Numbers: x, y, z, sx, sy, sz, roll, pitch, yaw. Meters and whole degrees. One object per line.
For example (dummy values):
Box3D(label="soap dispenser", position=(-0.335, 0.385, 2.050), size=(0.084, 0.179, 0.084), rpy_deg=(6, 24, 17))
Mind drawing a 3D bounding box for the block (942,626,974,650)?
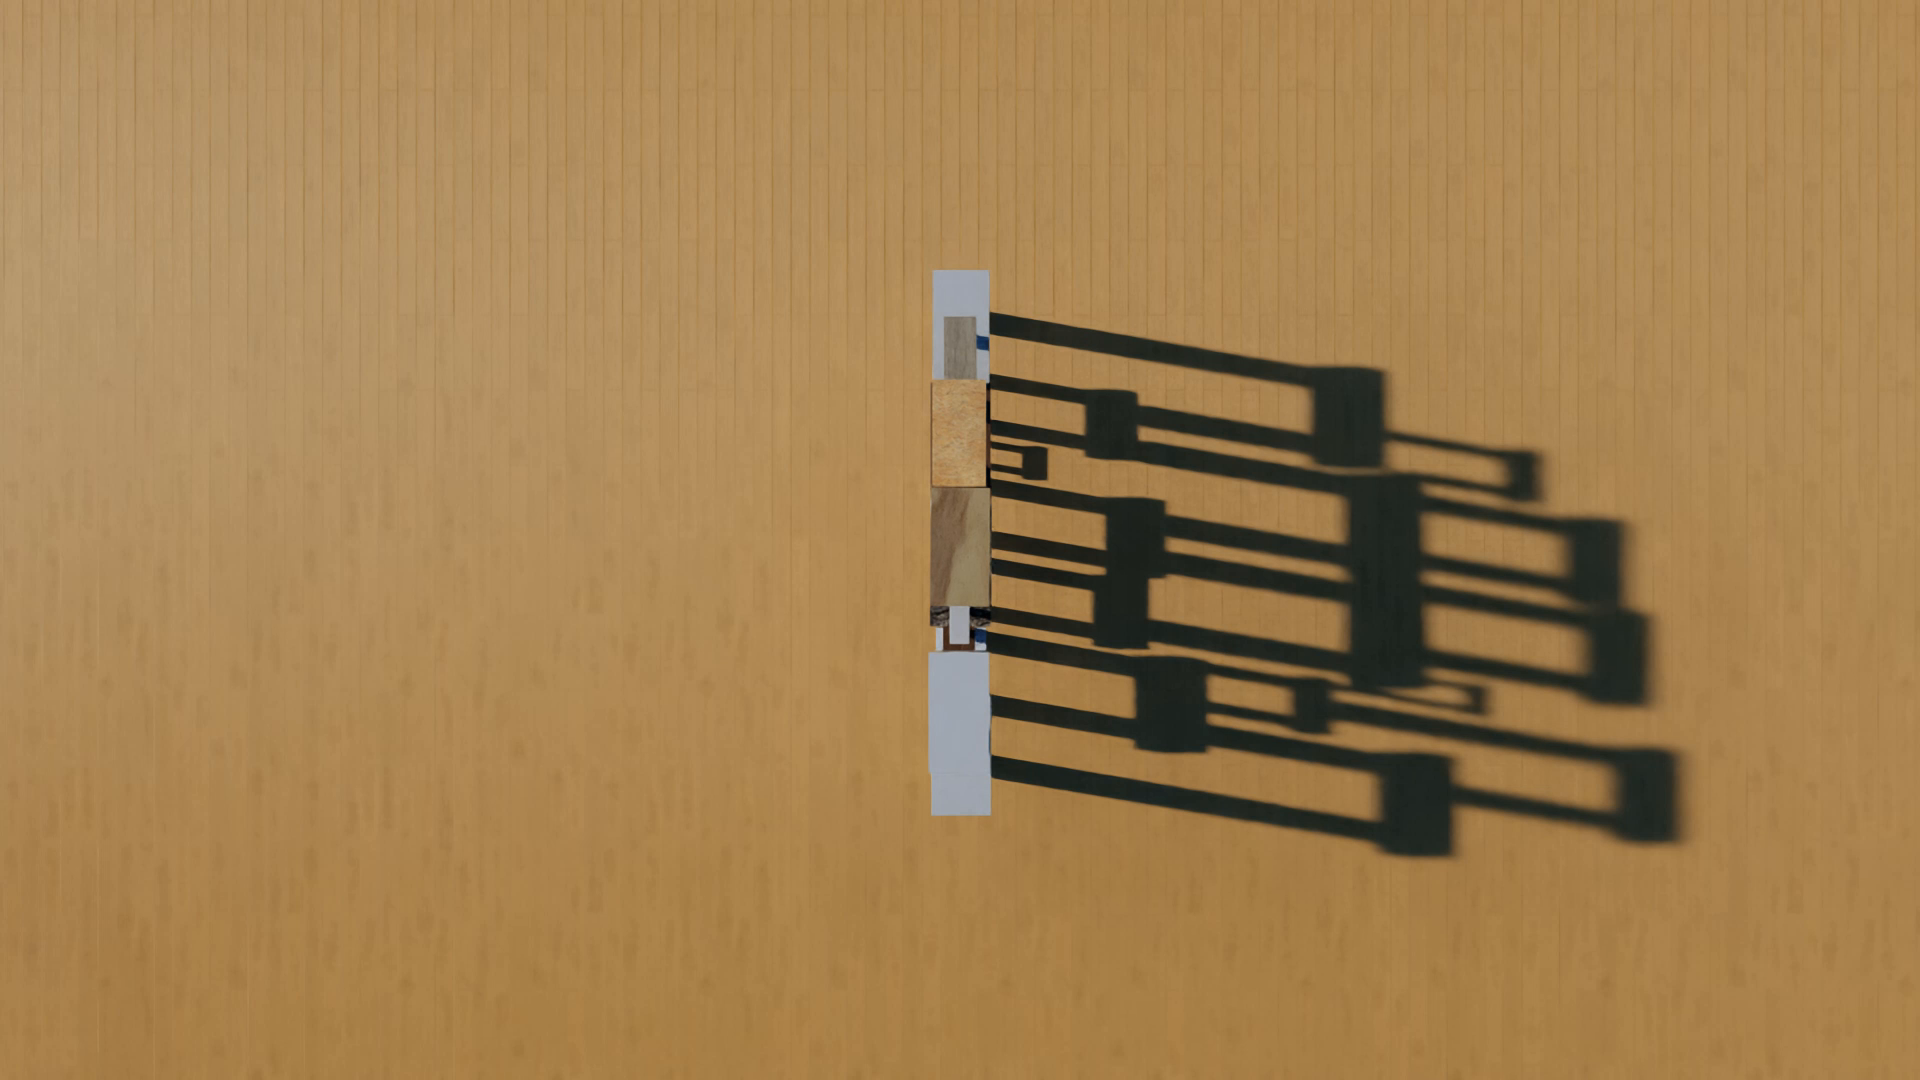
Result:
Box3D(label="block", position=(-0.003, 0.350, 4.939), size=(0.095, 0.027, 0.191), rpy_deg=(0, 90, 0))

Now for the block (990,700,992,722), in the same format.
Box3D(label="block", position=(0.008, 0.507, 4.972), size=(0.171, 0.343, 0.049), rpy_deg=(0, 90, 0))

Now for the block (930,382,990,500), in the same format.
Box3D(label="block", position=(0.002, -0.282, 4.826), size=(0.175, 0.050, 0.350), rpy_deg=(0, 90, 0))

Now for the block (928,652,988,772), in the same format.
Box3D(label="block", position=(-0.003, 0.459, 4.409), size=(0.160, 0.045, 0.320), rpy_deg=(0, 90, 0))

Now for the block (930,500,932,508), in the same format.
Box3D(label="block", position=(0.000, -0.086, 4.638), size=(0.159, 0.319, 0.045), rpy_deg=(0, 90, 0))

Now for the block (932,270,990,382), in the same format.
Box3D(label="block", position=(0.003, -0.629, 4.883), size=(0.167, 0.047, 0.333), rpy_deg=(0, 90, 0))

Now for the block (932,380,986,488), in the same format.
Box3D(label="block", position=(-0.002, -0.290, 4.490), size=(0.145, 0.041, 0.291), rpy_deg=(0, 90, 0))

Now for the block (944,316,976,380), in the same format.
Box3D(label="block", position=(0.001, -0.532, 4.607), size=(0.091, 0.026, 0.182), rpy_deg=(0, 90, 0))

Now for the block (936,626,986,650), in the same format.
Box3D(label="block", position=(0.004, 0.428, 5.166), size=(0.156, 0.044, 0.312), rpy_deg=(0, 90, 0))

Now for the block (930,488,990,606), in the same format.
Box3D(label="block", position=(0.001, 0.019, 4.456), size=(0.159, 0.045, 0.319), rpy_deg=(1, 90, 0))

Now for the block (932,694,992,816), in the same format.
Box3D(label="block", position=(0.004, 0.622, 4.776), size=(0.171, 0.049, 0.343), rpy_deg=(0, 90, 0))

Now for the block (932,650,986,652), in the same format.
Box3D(label="block", position=(-0.002, 0.351, 4.678), size=(0.160, 0.494, 0.045), rpy_deg=(0, 90, 0))

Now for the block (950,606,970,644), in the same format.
Box3D(label="block", position=(-0.001, 0.238, 4.677), size=(0.056, 0.016, 0.112), rpy_deg=(0, 90, 0))

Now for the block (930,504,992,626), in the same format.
Box3D(label="block", position=(0.002, 0.075, 4.822), size=(0.177, 0.050, 0.354), rpy_deg=(0, 90, 0))
